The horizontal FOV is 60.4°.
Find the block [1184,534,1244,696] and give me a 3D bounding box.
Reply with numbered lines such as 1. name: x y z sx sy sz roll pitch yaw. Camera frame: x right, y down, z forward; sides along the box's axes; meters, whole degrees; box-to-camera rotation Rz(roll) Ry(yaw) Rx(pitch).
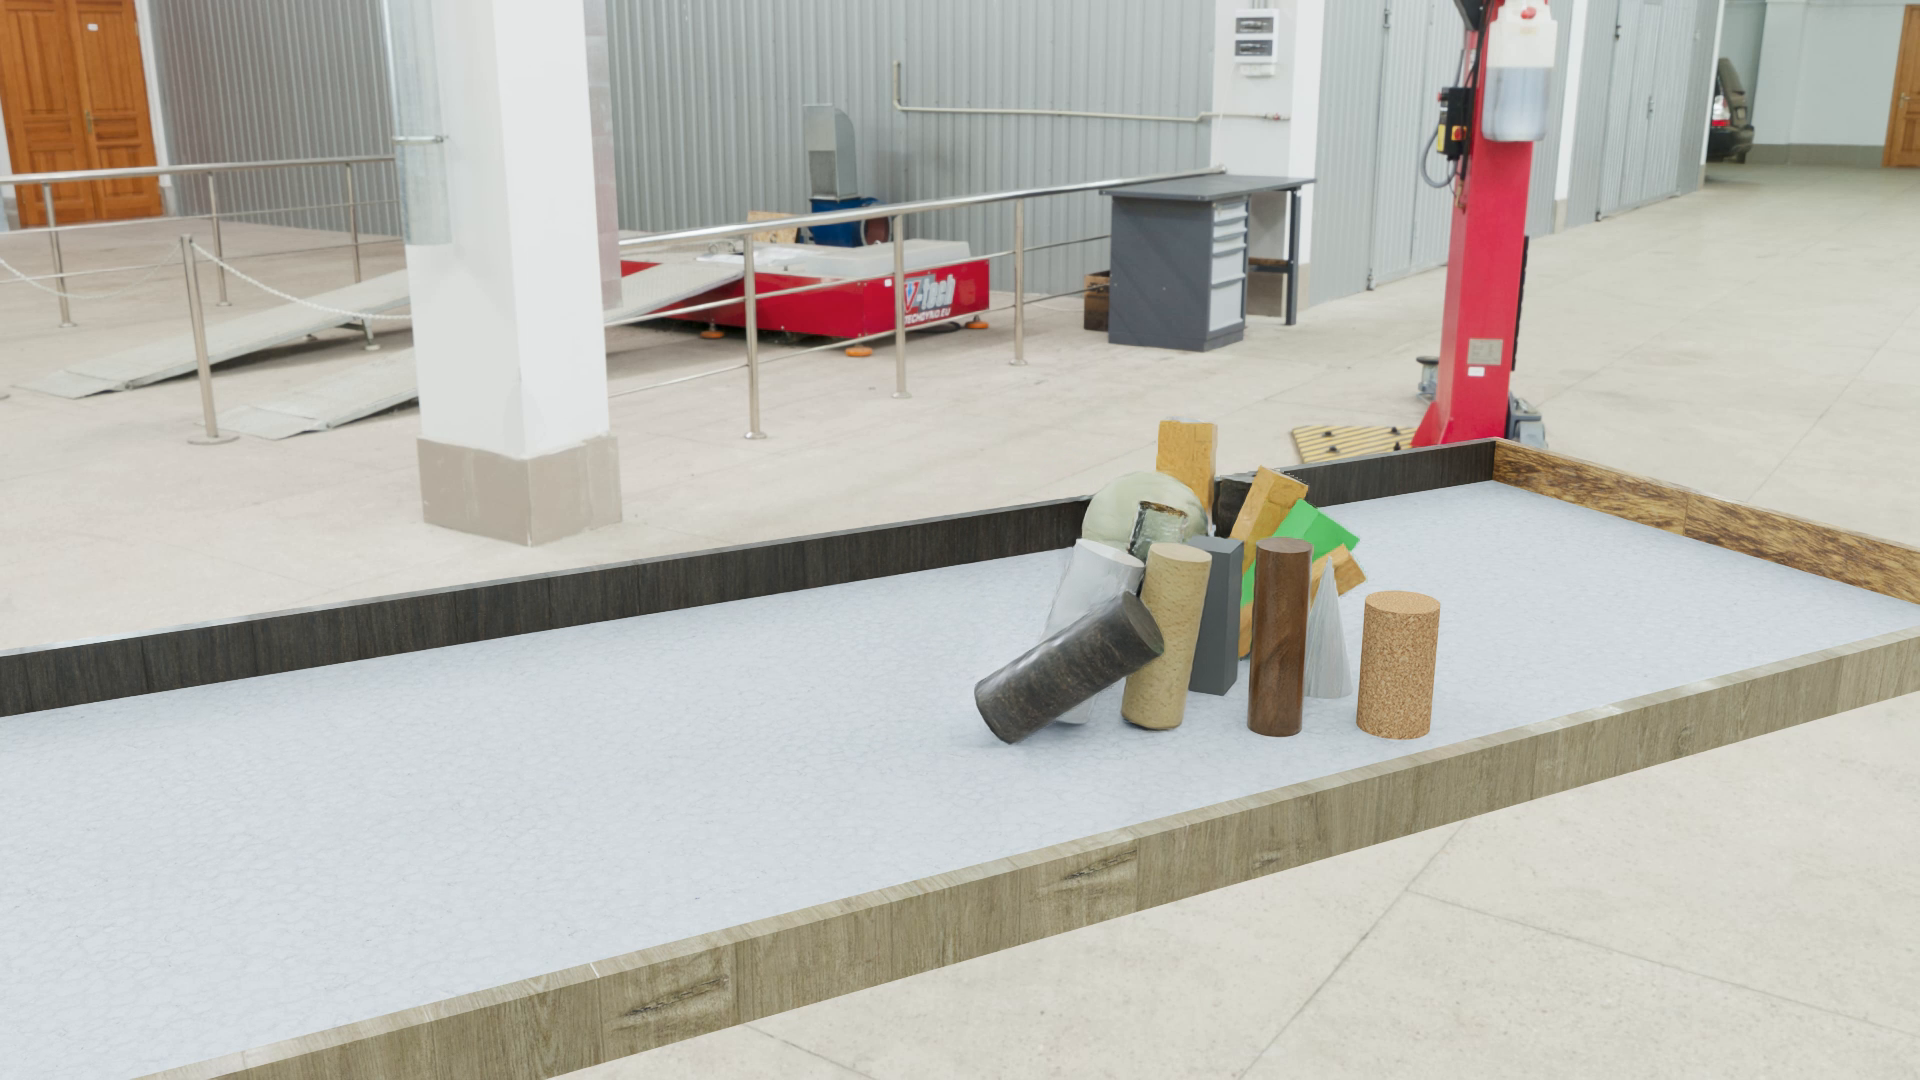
1. block: 0.617 0.185 4.074 0.122 0.367 0.122 7 18 24

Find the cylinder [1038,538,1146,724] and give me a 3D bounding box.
1. cylinder: 0.285 0.213 3.864 0.172 0.396 0.172 19 11 -4

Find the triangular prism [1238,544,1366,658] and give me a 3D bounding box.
1. triangular prism: 0.818 0.152 4.205 0.415 0.108 0.094 -34 42 14

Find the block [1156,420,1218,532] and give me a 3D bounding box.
1. block: 0.678 -0.134 4.987 0.159 0.439 0.159 4 3 15

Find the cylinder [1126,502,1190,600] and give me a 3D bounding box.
1. cylinder: 0.492 0.092 4.355 0.137 0.365 0.137 13 12 -3

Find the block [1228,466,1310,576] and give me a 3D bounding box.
1. block: 0.782 0.034 4.433 0.104 0.448 0.104 19 10 -19

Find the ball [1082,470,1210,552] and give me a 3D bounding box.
1. ball: 0.535 -0.016 4.756 0.368 0.368 0.368 0 16 0

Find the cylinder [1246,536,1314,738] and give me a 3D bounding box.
1. cylinder: 0.737 0.224 3.805 0.128 0.444 0.128 0 16 0

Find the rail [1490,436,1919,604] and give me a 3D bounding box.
1. rail: 2.466 -0.048 5.253 0.050 0.150 2.100 -9 18 -27

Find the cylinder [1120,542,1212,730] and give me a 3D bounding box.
1. cylinder: 0.479 0.223 3.843 0.146 0.409 0.146 8 15 -2

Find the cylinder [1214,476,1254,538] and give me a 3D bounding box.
1. cylinder: 0.806 0.003 4.679 0.169 0.351 0.169 6 9 -1

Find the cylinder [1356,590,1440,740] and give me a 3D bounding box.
1. cylinder: 1.017 0.289 3.830 0.168 0.306 0.168 0 16 0

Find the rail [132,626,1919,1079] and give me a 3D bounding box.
1. rail: -2.336 1.006 1.665 12.000 0.150 0.050 -9 18 -27

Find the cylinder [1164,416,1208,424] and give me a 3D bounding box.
1. cylinder: 0.684 -0.171 5.171 0.140 0.409 0.140 9 -4 1

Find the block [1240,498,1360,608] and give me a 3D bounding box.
1. block: 0.857 0.098 4.329 0.139 0.378 0.139 32 8 -18

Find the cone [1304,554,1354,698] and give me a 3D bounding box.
1. cone: 0.900 0.197 4.061 0.161 0.352 0.161 0 16 0

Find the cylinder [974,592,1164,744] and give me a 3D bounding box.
1. cylinder: 0.243 0.289 3.704 0.414 0.161 0.161 -34 5 21

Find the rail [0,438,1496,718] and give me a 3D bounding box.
1. rail: -3.305 0.497 3.399 12.000 0.150 0.050 -9 18 -27
